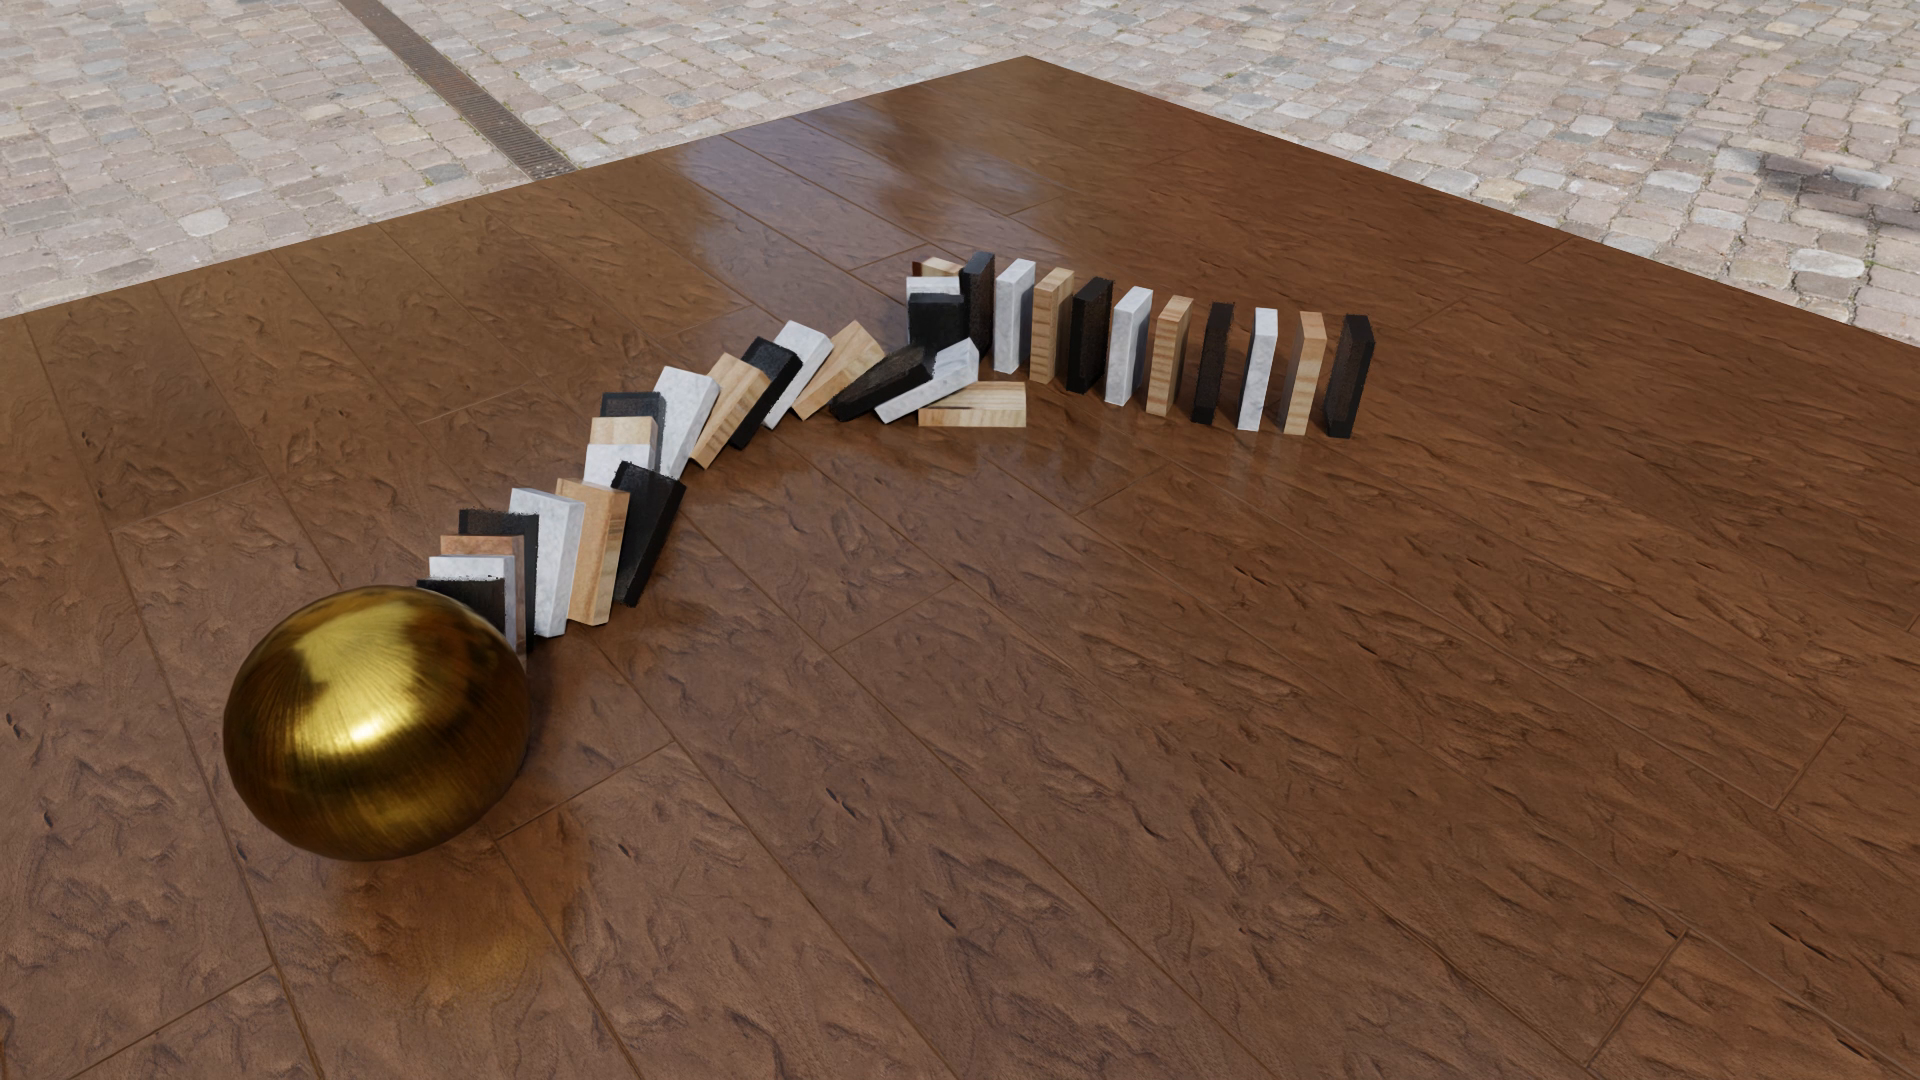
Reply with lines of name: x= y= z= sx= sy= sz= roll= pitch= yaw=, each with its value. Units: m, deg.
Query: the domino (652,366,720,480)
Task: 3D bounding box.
domino: x=-0.128 y=-0.050 z=0.485 sx=0.025 sy=0.010 sz=0.050 roll=16 pitch=75 yaw=19

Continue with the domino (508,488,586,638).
domino: x=-0.155 y=0.008 z=0.404 sx=0.025 sy=0.050 sz=0.009 roll=14 pitch=8 yaw=17

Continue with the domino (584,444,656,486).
domino: x=-0.138 y=-0.014 z=0.441 sx=0.025 sy=0.009 sz=0.050 roll=0 pitch=70 yaw=0

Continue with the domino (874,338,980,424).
domino: x=-0.015 y=-0.075 z=0.515 sx=0.050 sy=0.010 sz=0.025 roll=-23 pitch=35 yaw=20

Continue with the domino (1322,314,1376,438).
domino: x=0.177 y=-0.074 z=0.502 sx=0.009 sy=0.050 sz=0.025 roll=5 pitch=40 yaw=6

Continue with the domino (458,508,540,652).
domino: x=-0.167 y=0.015 z=0.396 sx=0.025 sy=0.050 sz=0.009 roll=5 pitch=5 yaw=7

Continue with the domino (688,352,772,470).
domino: x=-0.110 y=-0.059 z=0.496 sx=0.025 sy=0.010 sz=0.050 roll=28 pitch=77 yaw=30

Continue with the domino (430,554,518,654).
domino: x=-0.166 y=0.030 z=0.377 sx=0.025 sy=0.050 sz=0.009 roll=1 pitch=5 yaw=1

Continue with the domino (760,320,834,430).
domino: x=-0.084 y=-0.078 z=0.519 sx=0.025 sy=0.010 sz=0.050 roll=27 pitch=77 yaw=33

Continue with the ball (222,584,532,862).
ball: x=-0.169 y=0.053 z=0.323 sx=0.080 sy=0.080 sz=0.080 roll=0 pitch=39 yaw=0

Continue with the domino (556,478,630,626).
domino: x=-0.140 y=0.004 z=0.409 sx=0.025 sy=0.050 sz=0.009 roll=14 pitch=8 yaw=17

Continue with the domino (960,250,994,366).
domino: x=0.009 y=-0.116 z=0.553 sx=0.009 sy=0.050 sz=0.025 roll=12 pitch=41 yaw=14

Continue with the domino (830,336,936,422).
domino: x=-0.036 y=-0.076 z=0.517 sx=0.050 sy=0.009 sz=0.025 roll=-22 pitch=34 yaw=21

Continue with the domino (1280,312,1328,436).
domino: x=0.157 y=-0.076 z=0.504 sx=0.009 sy=0.050 sz=0.025 roll=5 pitch=40 yaw=7

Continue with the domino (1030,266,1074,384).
domino: x=0.045 y=-0.105 z=0.540 sx=0.010 sy=0.050 sz=0.025 roll=20 pitch=43 yaw=22

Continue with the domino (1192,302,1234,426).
domino: x=0.117 y=-0.082 z=0.511 sx=0.009 sy=0.050 sz=0.025 roll=11 pitch=41 yaw=13

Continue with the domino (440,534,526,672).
domino: x=-0.167 y=0.023 z=0.386 sx=0.025 sy=0.050 sz=0.010 roll=1 pitch=5 yaw=1

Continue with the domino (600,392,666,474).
domino: x=-0.142 y=-0.039 z=0.471 sx=0.025 sy=0.010 sz=0.050 roll=-1 pitch=70 yaw=2

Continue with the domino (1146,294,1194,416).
domino: x=0.098 y=-0.086 z=0.517 sx=0.010 sy=0.050 sz=0.025 roll=17 pitch=42 yaw=19

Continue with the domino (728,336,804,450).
domino: x=-0.097 y=-0.068 z=0.507 sx=0.025 sy=0.010 sz=0.050 roll=27 pitch=76 yaw=31

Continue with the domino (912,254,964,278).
domino: x=-0.011 y=-0.116 z=0.553 sx=0.025 sy=0.050 sz=0.010 roll=24 pitch=45 yaw=26

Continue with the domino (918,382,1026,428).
domino: x=0.006 y=-0.065 z=0.523 sx=0.050 sy=0.009 sz=0.025 roll=1 pitch=39 yaw=1

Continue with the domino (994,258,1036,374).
domino: x=0.027 y=-0.111 z=0.547 sx=0.009 sy=0.050 sz=0.025 roll=18 pitch=43 yaw=21

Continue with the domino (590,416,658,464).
domino: x=-0.141 y=-0.026 z=0.456 sx=0.025 sy=0.009 sz=0.050 roll=-1 pitch=70 yaw=1

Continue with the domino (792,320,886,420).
domino: x=-0.062 y=-0.081 z=0.525 sx=0.050 sy=0.009 sz=0.025 roll=-39 pitch=47 yaw=-2

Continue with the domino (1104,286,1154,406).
domino: x=0.080 y=-0.092 z=0.524 sx=0.010 sy=0.050 sz=0.025 roll=19 pitch=43 yaw=22

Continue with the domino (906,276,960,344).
domino: x=-0.013 y=-0.103 z=0.538 sx=0.025 sy=0.050 sz=0.010 roll=-1 pitch=38 yaw=-1

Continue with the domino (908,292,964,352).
domino: x=-0.011 y=-0.092 z=0.524 sx=0.025 sy=0.050 sz=0.009 roll=3 pitch=39 yaw=3

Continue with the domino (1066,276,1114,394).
domino: x=0.063 y=-0.098 z=0.532 sx=0.010 sy=0.050 sz=0.025 roll=20 pitch=43 yaw=23

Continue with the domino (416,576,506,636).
domino: x=-0.166 y=0.038 z=0.368 sx=0.025 sy=0.050 sz=0.010 roll=1 pitch=5 yaw=1

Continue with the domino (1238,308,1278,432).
domino: x=0.137 y=-0.078 z=0.507 sx=0.009 sy=0.050 sz=0.025 roll=8 pitch=40 yaw=9

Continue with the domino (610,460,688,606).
domino: x=-0.127 y=-0.003 z=0.422 sx=0.025 sy=0.009 sz=0.050 roll=20 pitch=82 yaw=15
